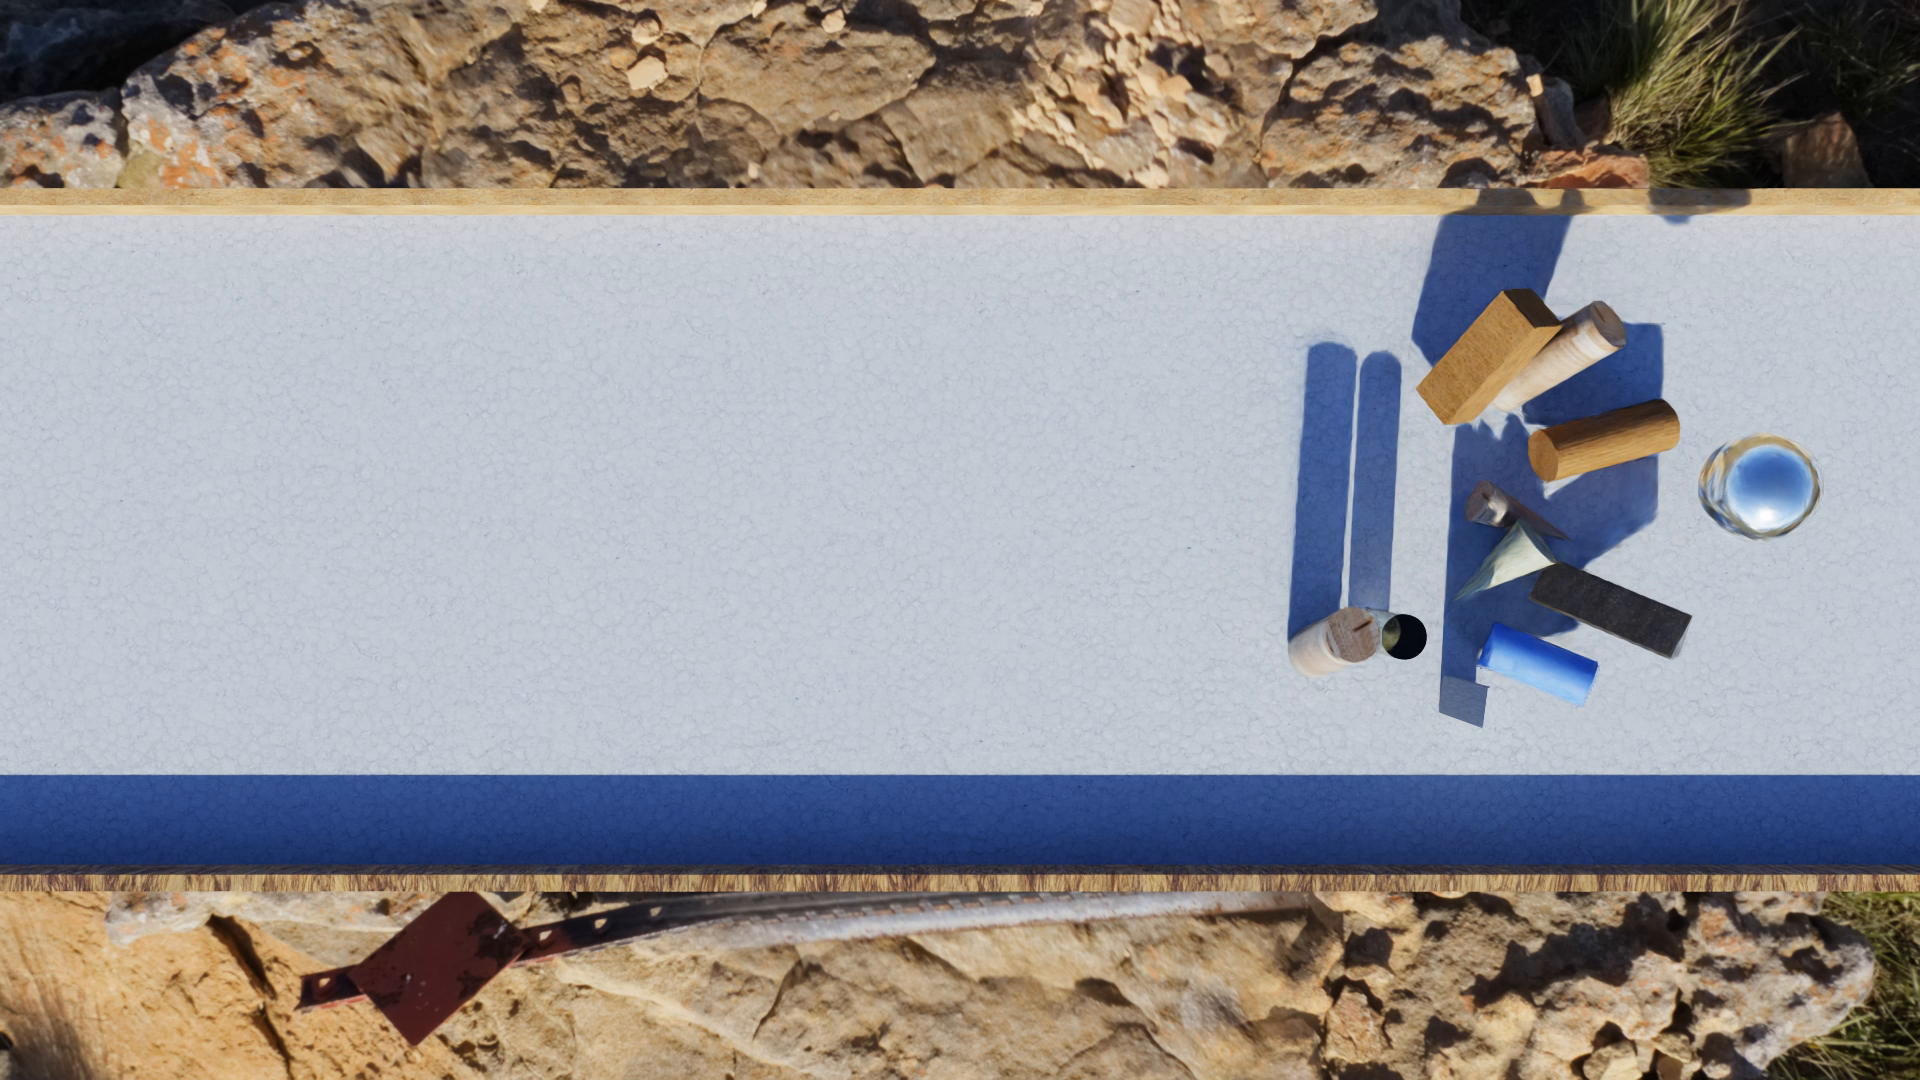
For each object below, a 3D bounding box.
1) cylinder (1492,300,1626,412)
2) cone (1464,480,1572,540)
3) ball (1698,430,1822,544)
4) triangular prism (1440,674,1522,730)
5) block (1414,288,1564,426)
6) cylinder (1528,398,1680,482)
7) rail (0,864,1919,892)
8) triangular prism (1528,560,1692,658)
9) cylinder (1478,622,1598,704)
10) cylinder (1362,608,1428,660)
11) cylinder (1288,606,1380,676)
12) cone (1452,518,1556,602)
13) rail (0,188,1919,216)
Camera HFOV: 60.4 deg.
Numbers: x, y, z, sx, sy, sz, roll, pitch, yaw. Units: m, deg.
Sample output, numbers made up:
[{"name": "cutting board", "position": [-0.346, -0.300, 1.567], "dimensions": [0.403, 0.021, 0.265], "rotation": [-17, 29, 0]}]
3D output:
[{"name": "cylinder", "position": [1.748, -0.539, 4.876], "dimensions": [0.156, 0.403, 0.156], "rotation": [18, 57, -29]}, {"name": "cone", "position": [1.733, -0.057, 5.043], "dimensions": [0.348, 0.136, 0.136], "rotation": [21, 90, -11]}, {"name": "ball", "position": [2.162, -0.143, 4.461], "dimensions": [0.305, 0.305, 0.305], "rotation": [0, 90, 0]}, {"name": "triangular prism", "position": [1.511, 0.463, 4.863], "dimensions": [0.120, 0.427, 0.104], "rotation": [-22, 90, 0]}, {"name": "block", "position": [1.554, -0.537, 4.862], "dimensions": [0.149, 0.413, 0.149], "rotation": [-10, 57, -38]}, {"name": "cylinder", "position": [1.937, -0.300, 4.964], "dimensions": [0.409, 0.160, 0.160], "rotation": [-14, 90, -10]}, {"name": "rail", "position": [-2.247, 1.025, 5.001], "dimensions": [12.000, 0.150, 0.050], "rotation": [0, 90, 0]}, {"name": "triangular prism", "position": [1.913, 0.226, 4.885], "dimensions": [0.430, 0.149, 0.129], "rotation": [26, 45, 29]}, {"name": "cylinder", "position": [1.738, 0.370, 4.964], "dimensions": [0.316, 0.140, 0.140], "rotation": [23, 90, 17]}, {"name": "cylinder", "position": [1.253, 0.273, 4.865], "dimensions": [0.130, 0.423, 0.130], "rotation": [0, 90, 0]}, {"name": "cylinder", "position": [1.094, 0.304, 4.849], "dimensions": [0.157, 0.434, 0.157], "rotation": [1, 80, -3]}, {"name": "cone", "position": [1.618, 0.097, 5.007], "dimensions": [0.322, 0.170, 0.170], "rotation": [-41, 90, 25]}, {"name": "rail", "position": [-2.247, -1.025, 5.002], "dimensions": [12.000, 0.150, 0.050], "rotation": [0, 90, 0]}]
